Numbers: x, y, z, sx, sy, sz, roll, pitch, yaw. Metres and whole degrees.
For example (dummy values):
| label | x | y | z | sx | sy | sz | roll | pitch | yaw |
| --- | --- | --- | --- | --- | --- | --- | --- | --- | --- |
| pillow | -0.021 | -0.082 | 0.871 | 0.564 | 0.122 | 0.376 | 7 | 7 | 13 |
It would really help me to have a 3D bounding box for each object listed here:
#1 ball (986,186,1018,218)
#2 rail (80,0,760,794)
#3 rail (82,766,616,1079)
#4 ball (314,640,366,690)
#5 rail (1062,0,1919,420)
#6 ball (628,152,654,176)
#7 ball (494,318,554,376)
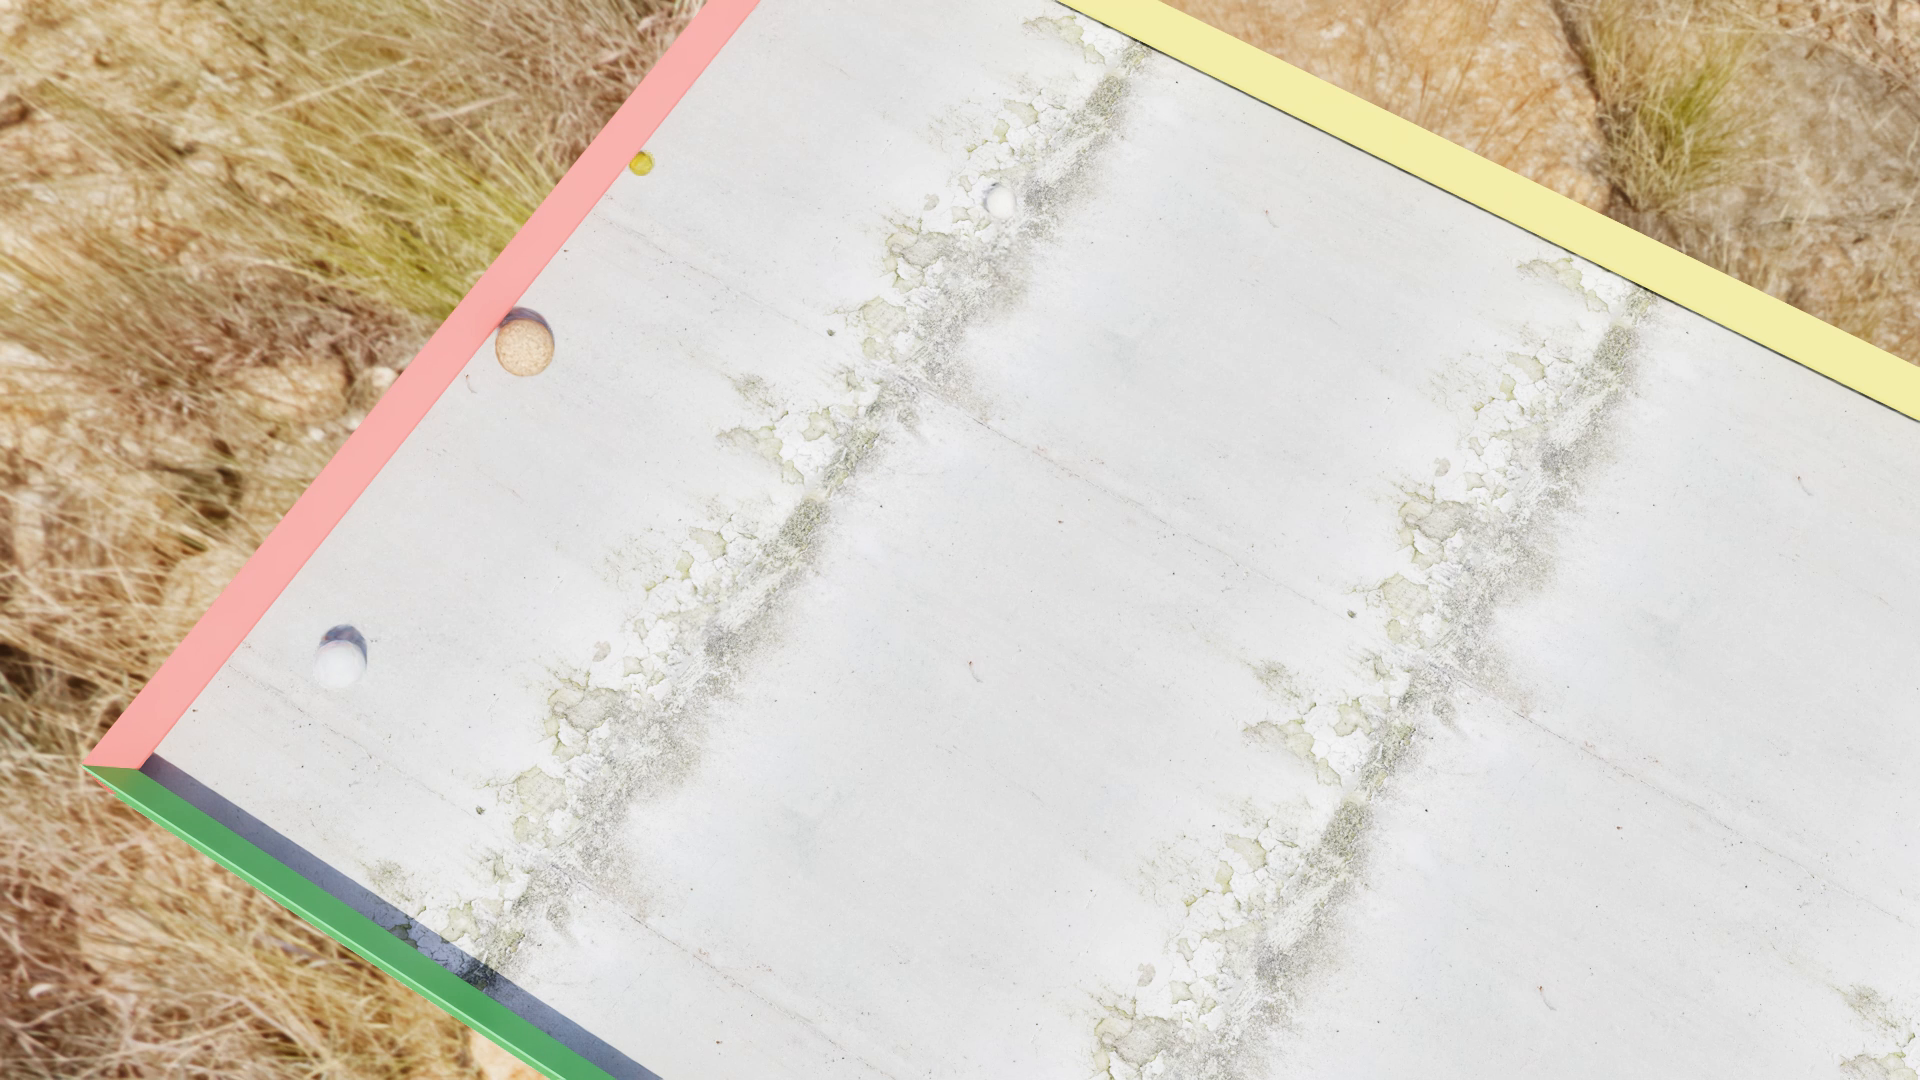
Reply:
| label | x | y | z | sx | sy | sz | roll | pitch | yaw |
| --- | --- | --- | --- | --- | --- | --- | --- | --- | --- |
| ball | 0.073 | -0.589 | 3.843 | 0.056 | 0.056 | 0.056 | 0 | 65 | 0 |
| rail | -0.756 | -0.434 | 3.730 | 0.045 | 0.128 | 2.094 | 29 | 68 | 13 |
| rail | 0.241 | 1.211 | 2.970 | 3.642 | 0.128 | 0.045 | 29 | 68 | 13 |
| ball | -0.977 | 0.196 | 3.467 | 0.079 | 0.079 | 0.079 | 0 | 65 | 0 |
| rail | 1.311 | -0.373 | 3.702 | 3.642 | 0.128 | 0.045 | 29 | 68 | 13 |
| ball | -0.564 | -0.664 | 3.884 | 0.043 | 0.043 | 0.043 | 0 | 65 | 0 |
| ball | -0.732 | -0.324 | 3.696 | 0.099 | 0.099 | 0.099 | 0 | 65 | 0 |
